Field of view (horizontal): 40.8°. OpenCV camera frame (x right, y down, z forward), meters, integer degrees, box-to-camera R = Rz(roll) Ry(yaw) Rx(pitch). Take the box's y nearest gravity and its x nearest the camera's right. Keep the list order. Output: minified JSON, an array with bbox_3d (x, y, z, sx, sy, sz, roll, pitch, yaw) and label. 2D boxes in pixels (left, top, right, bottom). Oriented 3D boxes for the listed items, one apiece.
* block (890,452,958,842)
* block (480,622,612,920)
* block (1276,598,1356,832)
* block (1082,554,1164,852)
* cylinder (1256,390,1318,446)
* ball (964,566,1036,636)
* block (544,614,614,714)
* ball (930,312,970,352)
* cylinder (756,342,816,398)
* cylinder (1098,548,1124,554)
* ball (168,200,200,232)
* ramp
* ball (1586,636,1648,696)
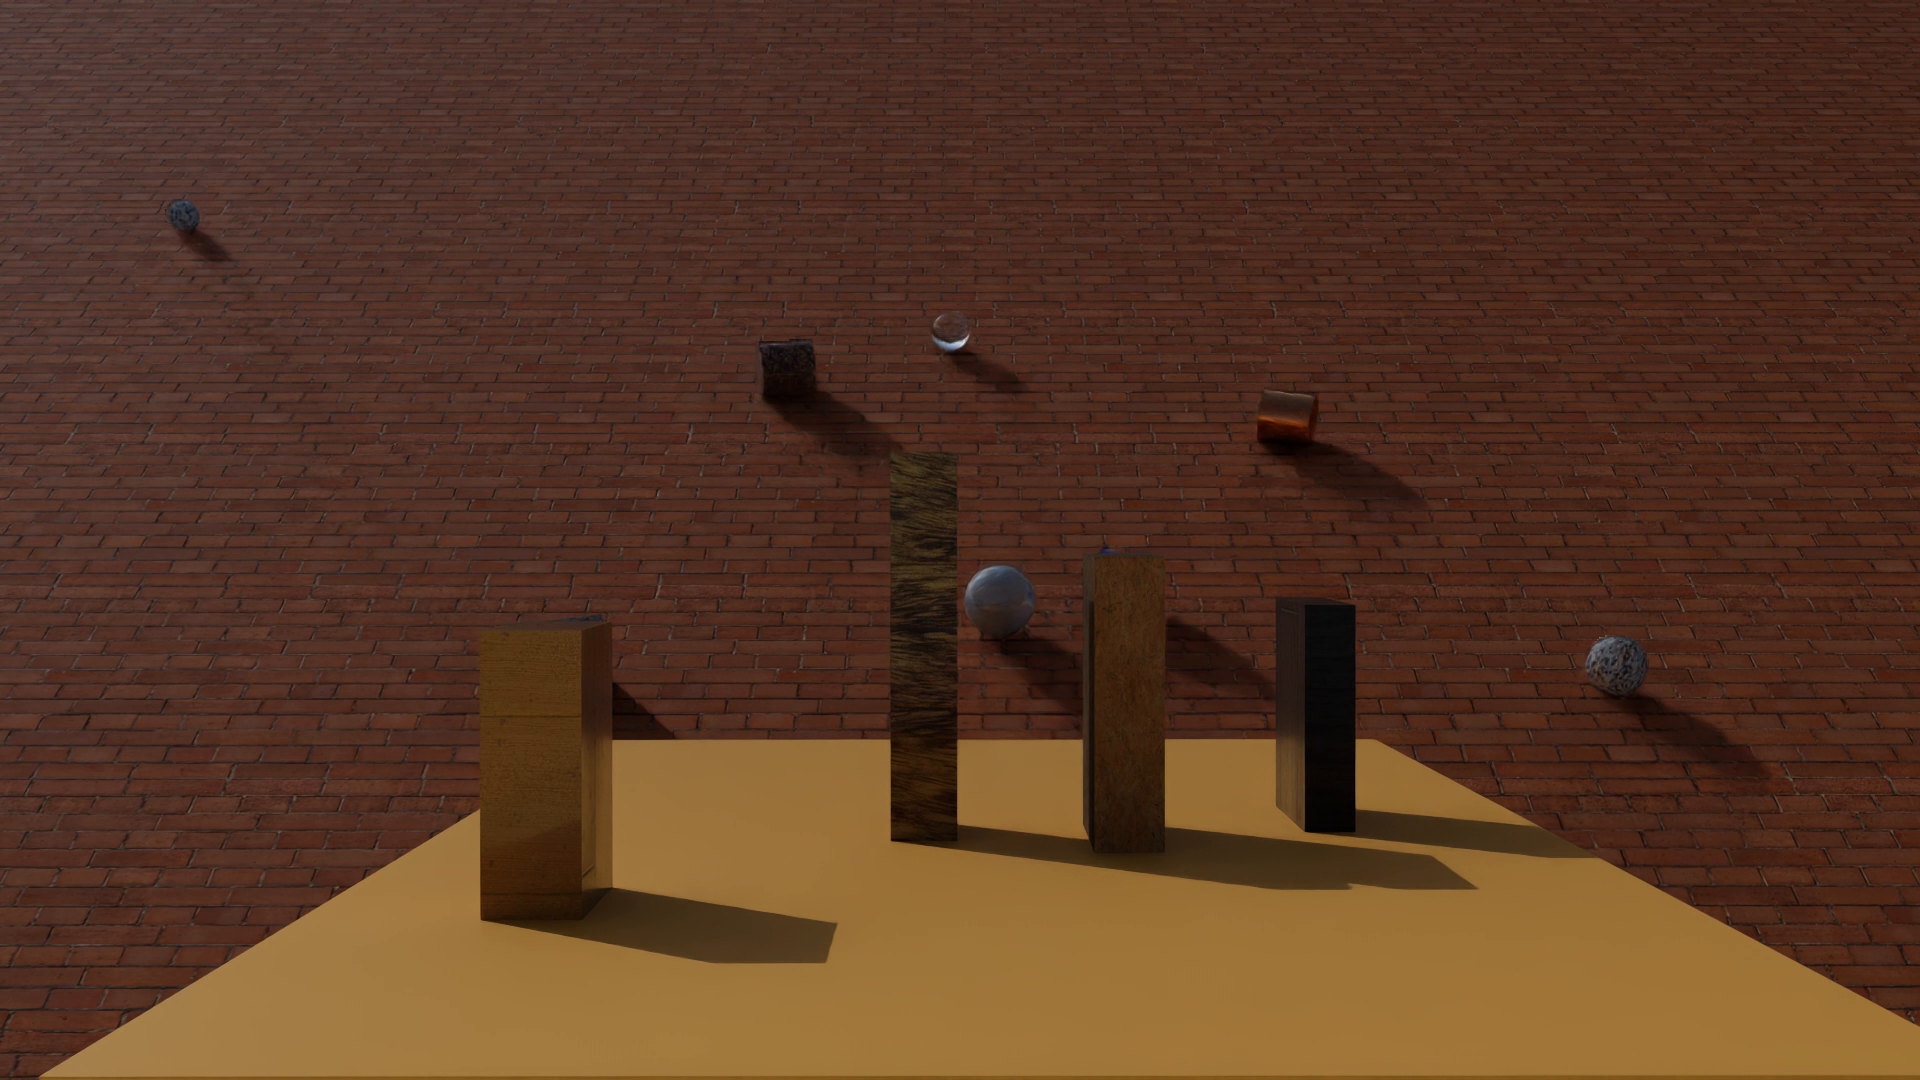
[{"bbox_3d":[-0.064,0.186,4.651,0.117,0.682,0.247,0,0,0],"label":"block"},{"bbox_3d":[-0.605,0.330,3.803,0.143,0.408,0.324,0,0,0],"label":"block"},{"bbox_3d":[0.667,0.320,4.872,0.091,0.410,0.427,0,0,0],"label":"block"},{"bbox_3d":[0.287,0.277,4.572,0.119,0.501,0.401,0,0,0],"label":"block"},{"bbox_3d":[1.049,-0.391,8.284,0.165,0.165,0.165,8,30,15],"label":"cylinder"},{"bbox_3d":[0.111,0.170,7.220,0.201,0.201,0.201,0,29,0],"label":"ball"},{"bbox_3d":[-1.037,0.341,6.913,0.194,0.194,0.194,-6,29,-11],"label":"block"},{"bbox_3d":[-0.033,-0.718,8.917,0.134,0.134,0.134,0,29,0],"label":"ball"},{"bbox_3d":[-0.578,-0.568,8.593,0.176,0.176,0.176,-5,29,-10],"label":"cylinder"},{"bbox_3d":[0.469,0.124,7.336,0.166,0.166,0.166,15,32,26],"label":"cylinder"},{"bbox_3d":[-2.970,-1.240,9.890,0.118,0.118,0.118,0,29,0],"label":"ball"},{"bbox_3d":[0.064,0.577,4.622,2.000,0.100,4.000,0,0,0],"label":"ramp"},{"bbox_3d":[1.765,0.341,6.950,0.160,0.160,0.160,0,29,0],"label":"ball"}]
